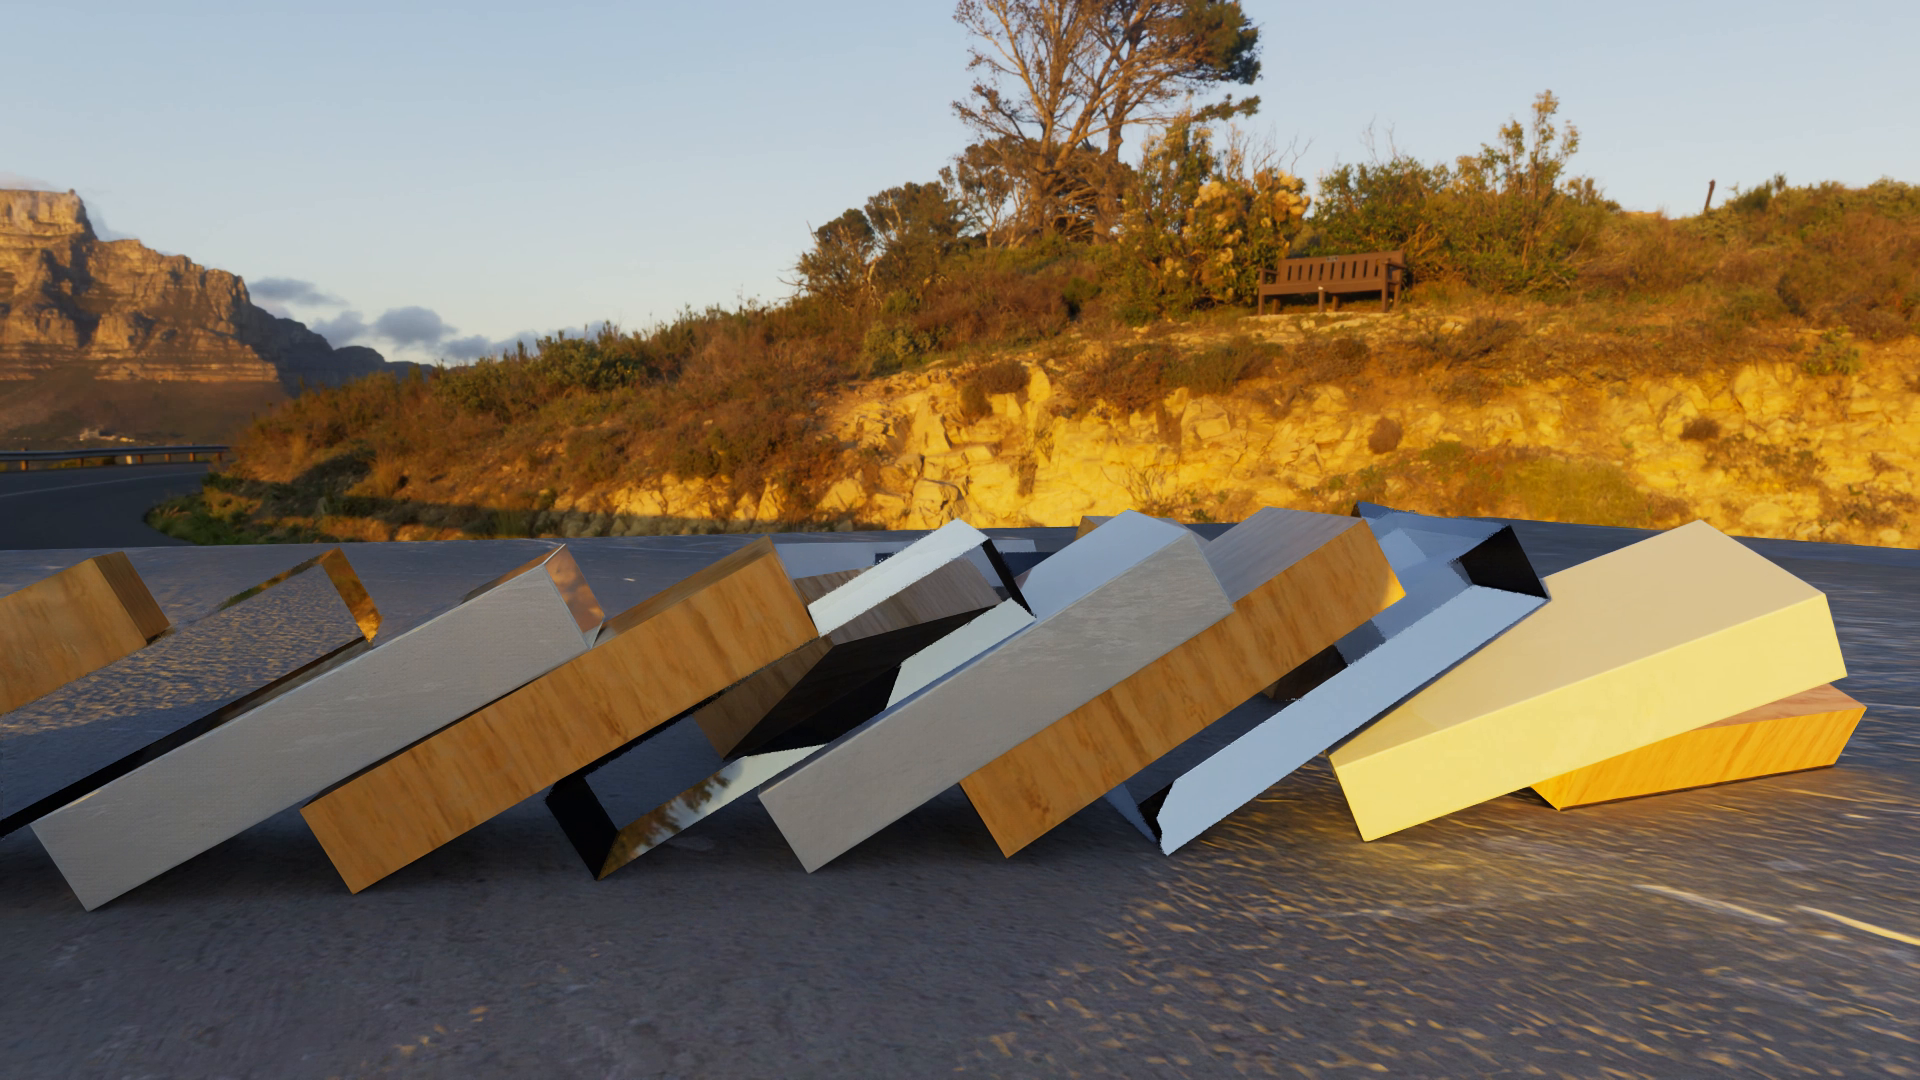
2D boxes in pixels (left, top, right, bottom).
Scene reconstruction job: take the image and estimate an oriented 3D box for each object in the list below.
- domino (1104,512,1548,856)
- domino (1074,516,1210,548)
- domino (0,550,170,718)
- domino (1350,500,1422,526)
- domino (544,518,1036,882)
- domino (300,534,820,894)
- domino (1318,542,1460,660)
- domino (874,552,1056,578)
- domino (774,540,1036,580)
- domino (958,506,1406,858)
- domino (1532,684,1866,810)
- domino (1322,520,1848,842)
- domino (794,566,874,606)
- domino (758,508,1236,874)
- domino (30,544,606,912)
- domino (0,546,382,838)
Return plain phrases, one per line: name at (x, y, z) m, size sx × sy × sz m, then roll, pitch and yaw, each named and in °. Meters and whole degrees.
domino at (0.038, 0.015, 0.147) m, size 0.050 × 0.009 × 0.025 m, roll -32°, pitch 9°, yaw -7°
domino at (0.046, 0.010, 0.242) m, size 0.025 × 0.010 × 0.050 m, roll 1°, pitch 25°, yaw -37°
domino at (-0.105, 0.017, 0.122) m, size 0.050 × 0.009 × 0.025 m, roll -31°, pitch 15°, yaw -23°
domino at (0.076, 0.011, 0.202) m, size 0.025 × 0.009 × 0.050 m, roll 13°, pitch 28°, yaw 3°
domino at (-0.018, 0.015, 0.138) m, size 0.050 × 0.009 × 0.025 m, roll -30°, pitch 9°, yaw -3°
domino at (-0.040, 0.016, 0.136) m, size 0.050 × 0.009 × 0.025 m, roll -29°, pitch 8°, yaw -6°
domino at (0.073, 0.012, 0.226) m, size 0.025 × 0.009 × 0.050 m, roll 10°, pitch 20°, yaw -3°
domino at (0.001, 0.015, 0.177) m, size 0.025 × 0.009 × 0.050 m, roll 0°, pitch -20°, yaw -4°
domino at (-0.012, 0.012, 0.234) m, size 0.050 × 0.025 × 0.009 m, roll -1°, pitch 46°, yaw -12°
domino at (0.021, 0.014, 0.144) m, size 0.050 × 0.009 × 0.025 m, roll -32°, pitch 9°, yaw -6°
domino at (0.089, 0.021, 0.167) m, size 0.050 × 0.009 × 0.025 m, roll -2°, pitch 29°, yaw -24°
domino at (0.065, 0.015, 0.143) m, size 0.050 × 0.009 × 0.025 m, roll -22°, pitch 15°, yaw 10°
domino at (-0.017, 0.015, 0.202) m, size 0.025 × 0.009 × 0.050 m, roll -45°, pitch -16°, yaw 23°
domino at (0.003, 0.015, 0.140) m, size 0.050 × 0.009 × 0.025 m, roll -31°, pitch 9°, yaw -2°
domino at (-0.062, 0.017, 0.132) m, size 0.050 × 0.009 × 0.025 m, roll -28°, pitch 10°, yaw -9°
domino at (-0.085, 0.017, 0.129) m, size 0.050 × 0.009 × 0.025 m, roll -30°, pitch 14°, yaw -18°
